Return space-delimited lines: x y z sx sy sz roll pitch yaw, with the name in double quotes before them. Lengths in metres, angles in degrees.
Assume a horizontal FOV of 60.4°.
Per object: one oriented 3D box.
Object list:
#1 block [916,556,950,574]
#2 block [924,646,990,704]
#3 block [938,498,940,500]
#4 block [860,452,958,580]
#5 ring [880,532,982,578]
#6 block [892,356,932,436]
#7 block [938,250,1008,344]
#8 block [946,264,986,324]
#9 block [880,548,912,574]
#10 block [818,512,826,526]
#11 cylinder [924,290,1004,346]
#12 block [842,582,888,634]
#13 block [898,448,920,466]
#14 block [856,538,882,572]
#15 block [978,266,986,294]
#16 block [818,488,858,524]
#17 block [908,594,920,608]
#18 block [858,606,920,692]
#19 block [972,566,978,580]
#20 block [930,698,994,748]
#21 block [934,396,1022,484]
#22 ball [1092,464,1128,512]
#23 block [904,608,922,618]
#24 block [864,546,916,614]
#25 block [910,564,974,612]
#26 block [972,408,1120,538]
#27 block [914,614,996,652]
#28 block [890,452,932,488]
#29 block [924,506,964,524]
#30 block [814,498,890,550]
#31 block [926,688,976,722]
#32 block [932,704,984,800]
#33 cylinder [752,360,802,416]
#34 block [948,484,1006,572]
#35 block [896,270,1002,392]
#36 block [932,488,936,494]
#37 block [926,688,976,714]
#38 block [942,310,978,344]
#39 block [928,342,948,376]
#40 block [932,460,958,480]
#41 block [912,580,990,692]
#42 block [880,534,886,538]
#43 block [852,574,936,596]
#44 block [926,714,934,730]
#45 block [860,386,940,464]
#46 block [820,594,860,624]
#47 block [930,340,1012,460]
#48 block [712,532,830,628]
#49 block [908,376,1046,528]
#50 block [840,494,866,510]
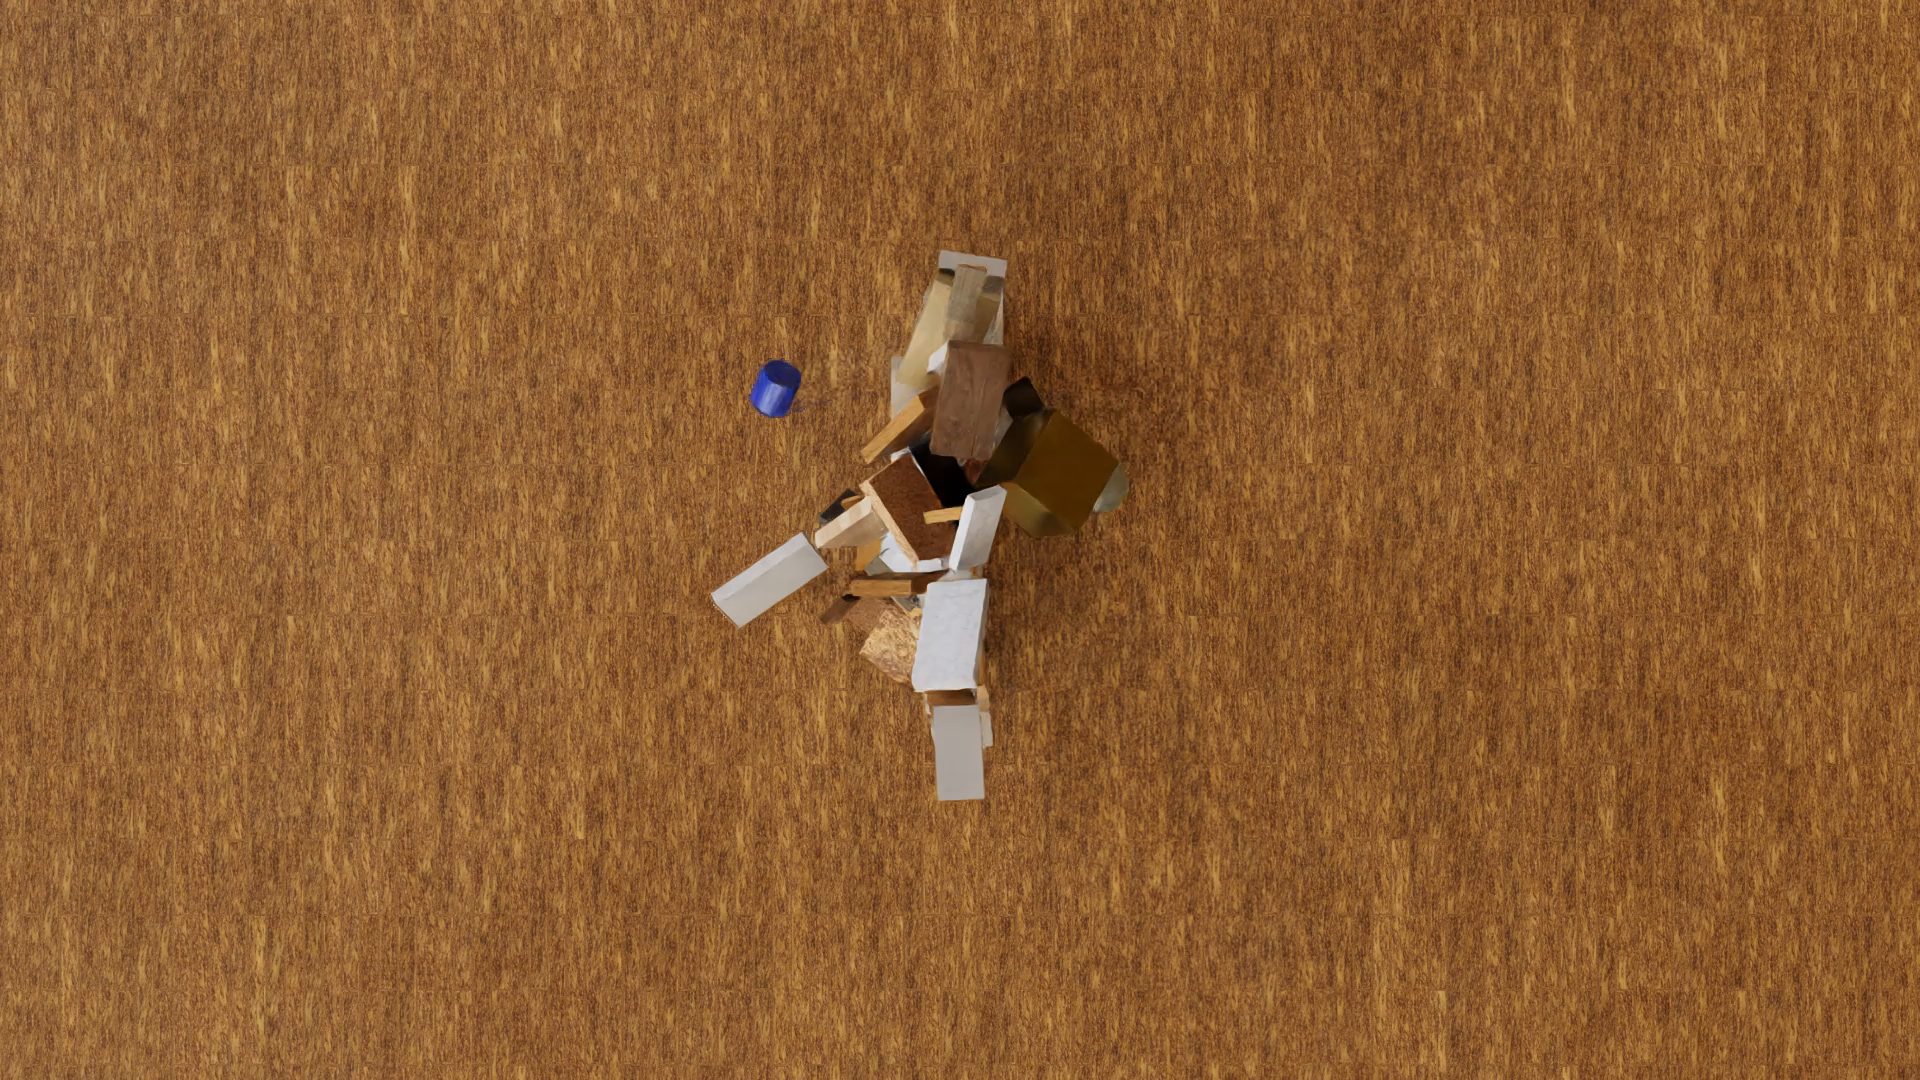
"block" -0.031 0.061 4.377 0.110 0.220 0.031 -8 89 -17
"block" -0.020 0.357 4.825 0.180 0.360 0.051 -15 121 5
"block" -0.101 -0.123 4.749 0.059 0.117 0.017 -6 74 14
"block" -0.120 -0.058 4.603 0.168 0.048 0.336 -38 98 -36
"ring" -0.094 0.060 5.377 0.345 0.115 0.345 3 101 14
"block" -0.106 -0.403 4.716 0.176 0.353 0.050 0 61 -2
"block" -0.007 -0.542 4.890 0.176 1.256 0.050 9 73 -1
"block" 0.014 -0.621 4.160 0.072 0.021 0.145 9 122 -8
"block" -0.145 0.071 5.127 0.114 0.229 0.032 44 63 -21
"block" -0.374 -0.031 5.136 0.076 0.151 0.021 13 68 35
"cylinder" 0.012 -0.685 5.373 0.254 0.254 0.254 0 90 0
"block" -0.298 0.246 5.484 0.228 0.032 0.114 37 90 0
"block" -0.076 -0.357 4.911 0.137 0.039 0.274 38 87 9
"block" -0.303 0.023 5.481 0.080 0.023 0.160 2 96 0
"block" 0.018 -0.642 4.209 0.072 0.145 0.021 0 54 -12
"block" -0.358 -0.088 5.060 0.076 0.021 0.151 36 51 9
"block" -0.049 0.177 5.132 0.114 0.229 0.032 -50 129 -21
"block" -0.152 0.278 4.292 0.044 0.384 0.154 35 86 -21
"block" -0.007 0.090 5.017 0.114 0.032 0.229 -7 88 -6
"block" 0.003 0.546 4.910 0.180 0.360 0.051 -4 67 2
"block" 0.045 -0.319 4.934 0.137 0.039 0.274 38 84 12
"ball" 0.462 -0.182 5.410 0.181 0.181 0.181 0 90 0
"block" -0.132 0.215 5.348 0.102 0.029 0.203 -9 127 14
"block" -0.199 0.128 5.260 0.102 0.029 0.203 -43 75 -9
"block" -0.055 0.087 4.854 0.168 0.336 0.048 -18 46 -6
"block" 0.225 -0.172 4.345 0.230 0.230 0.230 37 72 -20
"block" -0.025 0.289 5.141 0.180 0.404 0.051 -25 108 -4
"block" -0.155 -0.129 5.043 0.137 0.039 0.274 27 125 34
"block" 0.007 -0.072 4.272 0.110 0.220 0.031 -10 92 -29
"block" -0.267 -0.055 4.811 0.168 0.428 0.048 -4 78 -28
"block" -0.020 0.427 4.255 0.116 0.231 0.033 -4 103 -6
"block" -0.003 0.529 4.103 0.116 0.033 0.231 -3 82 0
"cylinder" -0.582 -0.482 5.242 0.126 0.126 0.126 29 129 0
"block" 0.044 -0.028 4.147 0.031 0.110 0.220 40 131 33
"block" -0.034 -0.540 4.402 0.176 0.050 0.353 18 133 -9
"block" -0.127 -0.109 5.155 0.051 0.357 0.179 -29 76 -29
"block" -0.028 0.365 4.482 0.135 0.269 0.038 -3 126 0
"block" -0.001 -0.551 4.270 0.072 0.145 0.021 6 62 -5
"block" 0.018 -0.458 4.223 0.152 0.303 0.043 7 86 -10
"block" -0.066 -0.271 5.229 0.179 0.540 0.051 34 90 0
"block" -0.020 0.232 4.063 0.154 0.044 0.308 -5 47 15
"block" -0.259 -0.068 5.182 0.021 0.151 0.076 -9 67 5
"block" -0.172 0.118 4.375 0.154 0.308 0.044 0 92 11
"block" -0.023 0.433 4.560 0.135 0.269 0.038 -15 108 5
"block" -0.124 -0.325 4.525 0.152 0.573 0.043 -25 87 -21
"block" -0.387 0.222 5.361 0.029 0.203 0.102 45 98 5
"block" 0.024 -0.345 4.105 0.152 0.043 0.303 6 123 -9
"block" -0.621 0.133 5.412 0.357 0.179 0.051 -34 56 0
"block" 0.090 -0.244 4.619 0.273 0.273 0.273 -36 97 -42
"block" -0.233 -0.122 4.906 0.257 0.017 0.059 -14 126 28
